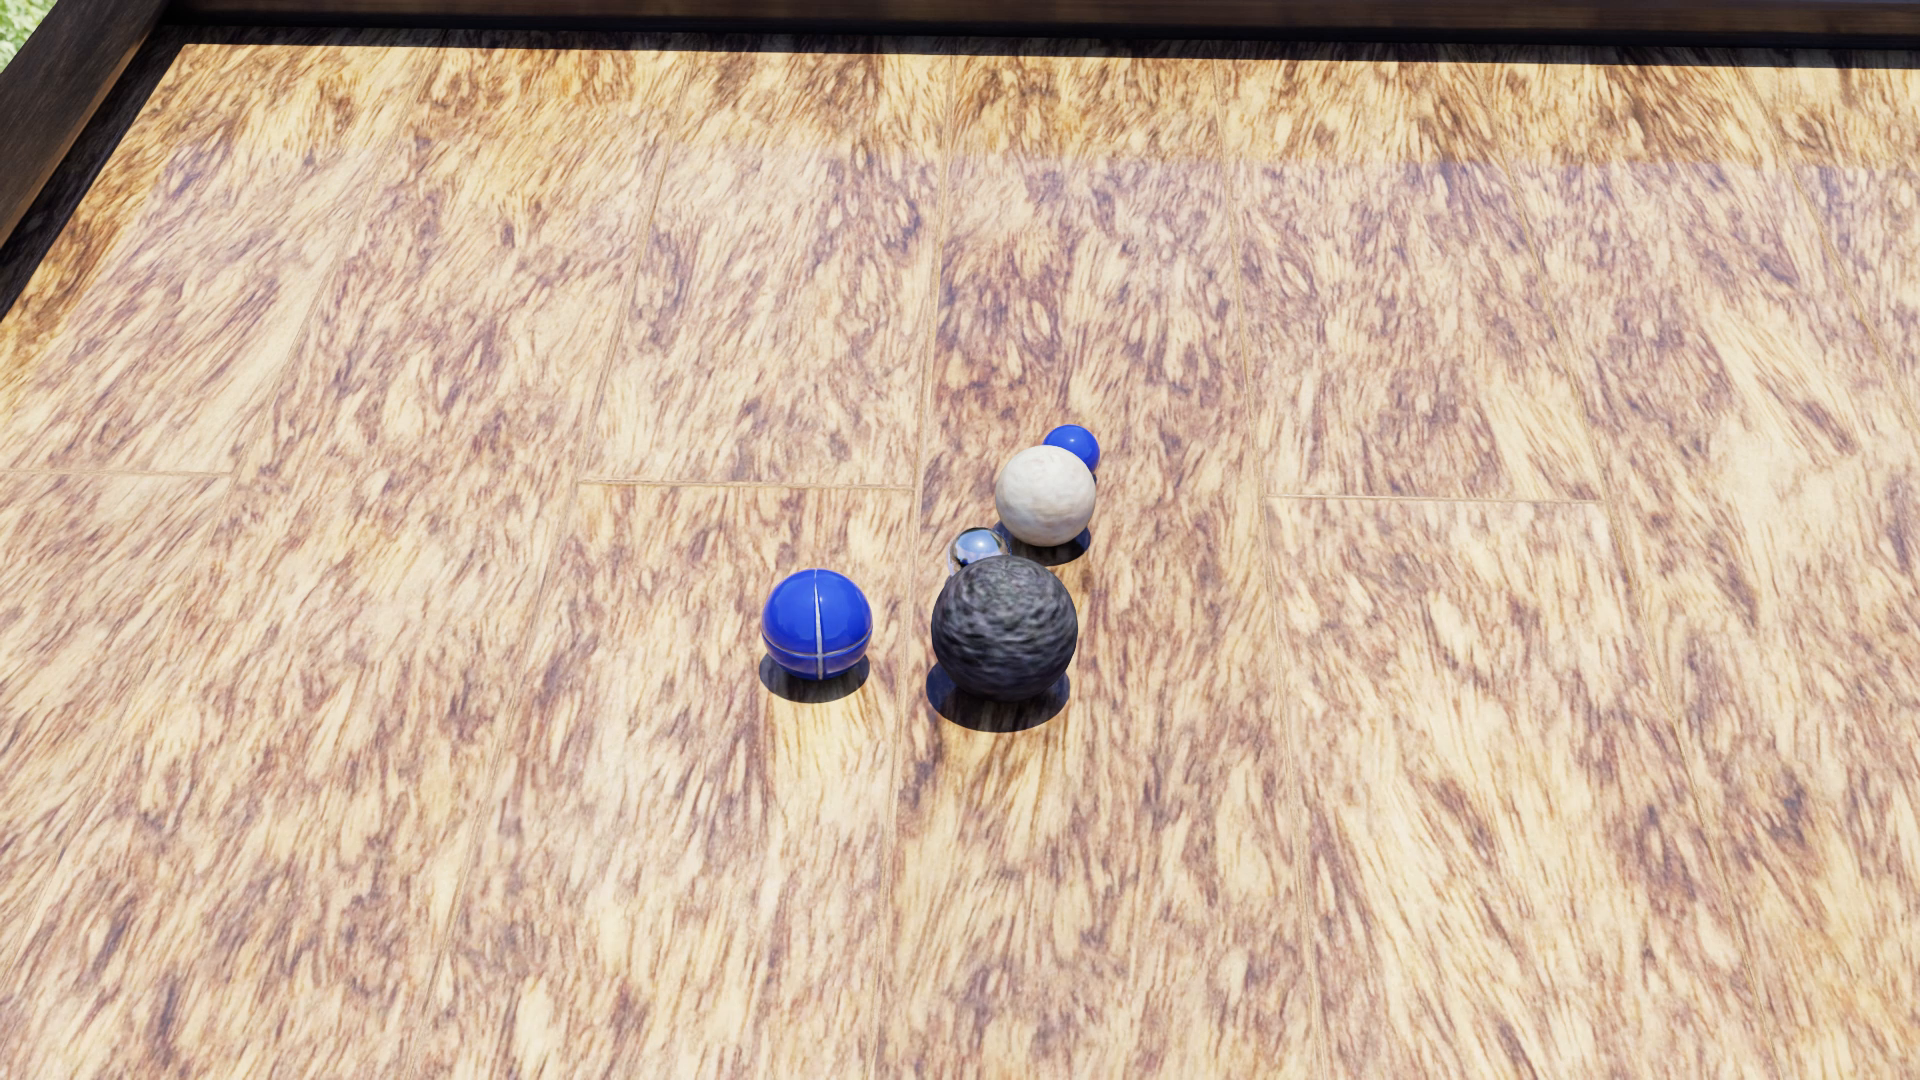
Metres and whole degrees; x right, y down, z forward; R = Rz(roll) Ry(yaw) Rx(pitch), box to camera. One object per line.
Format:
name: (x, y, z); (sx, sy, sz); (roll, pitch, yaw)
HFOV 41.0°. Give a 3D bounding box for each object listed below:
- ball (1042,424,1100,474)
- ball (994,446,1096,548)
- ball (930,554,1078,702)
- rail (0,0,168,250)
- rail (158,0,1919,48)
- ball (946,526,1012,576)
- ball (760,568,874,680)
ball: (0.080, -0.062, 1.862); (0.044, 0.044, 0.044); (0, 36, 0)
ball: (0.060, -0.031, 1.796); (0.071, 0.071, 0.071); (0, 36, 0)
ball: (0.029, 0.057, 1.652); (0.095, 0.095, 0.095); (0, 36, 0)
rail: (-0.798, -0.040, 1.762); (0.045, 0.124, 1.782); (1, 36, 2)
rail: (0.851, -0.512, 2.422); (3.287, 0.124, 0.045); (1, 36, 2)
ball: (0.013, 0.013, 1.757); (0.045, 0.045, 0.045); (0, 36, 0)
ball: (-0.093, 0.055, 1.674); (0.074, 0.074, 0.074); (0, 36, 0)
